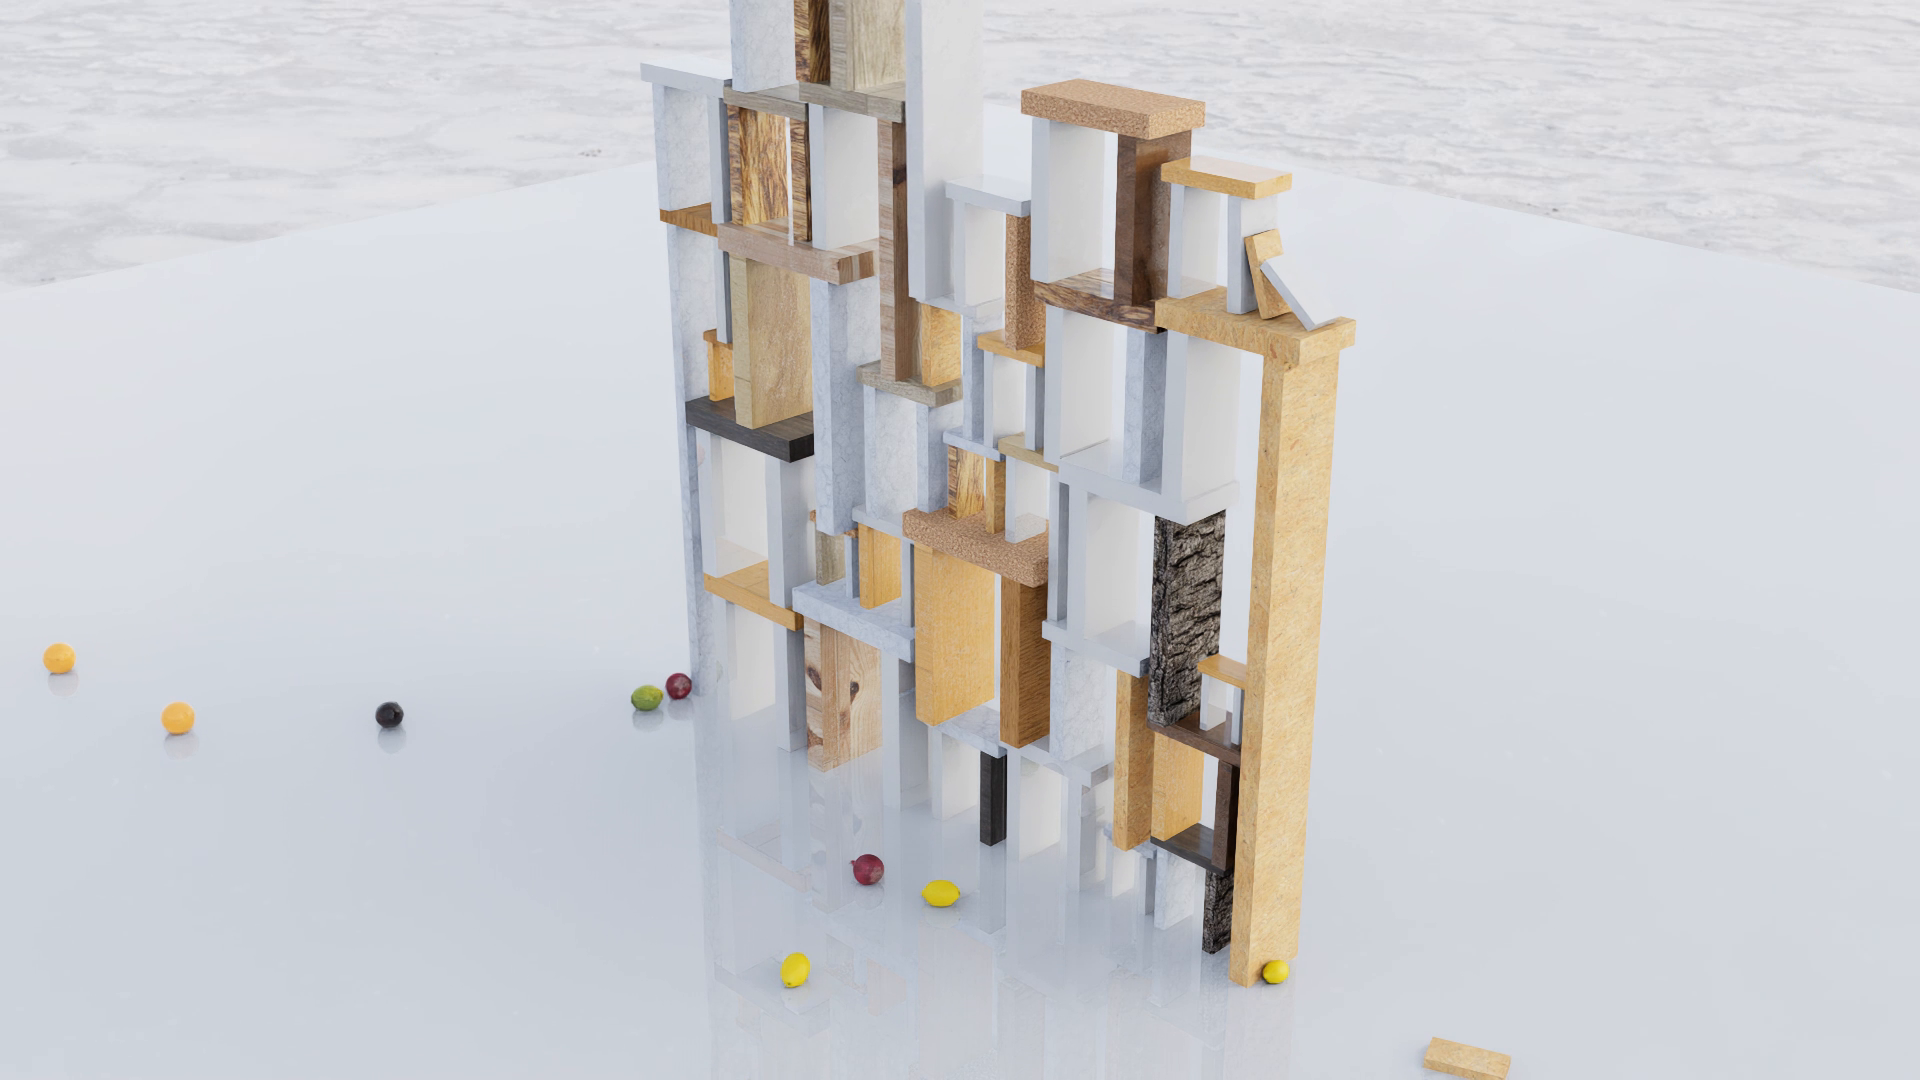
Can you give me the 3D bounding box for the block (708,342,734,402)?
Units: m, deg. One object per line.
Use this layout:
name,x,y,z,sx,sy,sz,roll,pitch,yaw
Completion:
block,-0.497,-0.360,4.610,0.064,0.128,0.018,-21,31,-41

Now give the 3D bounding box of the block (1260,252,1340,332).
block,0.537,-0.392,3.471,0.066,0.019,0.132,-22,70,-41

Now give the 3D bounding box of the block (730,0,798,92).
block,-0.373,-1.029,4.189,0.040,0.327,0.141,21,31,40

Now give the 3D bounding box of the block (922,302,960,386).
block,-0.034,-0.373,4.108,0.022,0.158,0.079,21,31,40

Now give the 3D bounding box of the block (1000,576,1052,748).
block,0.153,0.206,4.145,0.049,0.343,0.171,21,31,41

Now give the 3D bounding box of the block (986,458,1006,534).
block,0.081,-0.092,4.094,0.021,0.148,0.074,21,31,41

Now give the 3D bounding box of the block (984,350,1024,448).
block,0.080,-0.267,4.027,0.080,0.185,0.023,-21,31,-40

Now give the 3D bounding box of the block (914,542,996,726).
block,-0.009,0.160,4.301,0.171,0.380,0.049,-21,31,-41

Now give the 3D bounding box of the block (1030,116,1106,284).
block,0.185,-0.594,3.769,0.040,0.282,0.141,21,31,41

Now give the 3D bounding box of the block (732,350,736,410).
block,-0.438,-0.337,4.554,0.064,0.128,0.018,-21,31,-41

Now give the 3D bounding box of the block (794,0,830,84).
block,-0.241,-0.998,4.060,0.040,0.283,0.141,21,31,41

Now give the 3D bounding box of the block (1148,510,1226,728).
block,0.396,0.124,3.845,0.041,0.393,0.144,21,31,40

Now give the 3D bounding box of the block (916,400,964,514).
block,-0.033,-0.170,4.189,0.031,0.217,0.108,21,31,41

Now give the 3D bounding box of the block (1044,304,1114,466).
block,0.210,-0.287,3.878,0.039,0.290,0.137,21,31,40

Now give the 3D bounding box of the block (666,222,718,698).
block,-0.554,-0.165,4.763,0.110,1.084,0.031,-21,31,-41

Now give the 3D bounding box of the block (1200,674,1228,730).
block,0.445,0.275,3.853,0.015,0.108,0.054,21,31,40

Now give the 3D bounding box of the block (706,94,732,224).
block,-0.438,-0.765,4.381,0.036,0.257,0.128,21,31,40

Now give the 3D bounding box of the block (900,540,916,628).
block,-0.074,0.073,4.336,0.091,0.183,0.026,-21,31,-41

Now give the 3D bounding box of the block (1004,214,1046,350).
block,0.124,-0.465,3.885,0.097,0.246,0.027,-20,30,-39

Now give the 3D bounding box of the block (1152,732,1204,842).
block,0.396,0.428,3.981,0.107,0.213,0.030,-21,31,-41

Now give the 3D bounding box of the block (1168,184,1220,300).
block,0.384,-0.498,3.604,0.095,0.190,0.027,-21,31,-41

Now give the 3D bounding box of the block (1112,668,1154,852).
block,0.336,0.385,4.023,0.119,0.367,0.034,-21,31,-39

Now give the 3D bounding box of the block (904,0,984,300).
block,-0.027,-0.762,3.929,0.043,0.654,0.151,21,31,40

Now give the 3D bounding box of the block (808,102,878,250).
block,-0.218,-0.699,4.170,0.039,0.275,0.138,21,31,41

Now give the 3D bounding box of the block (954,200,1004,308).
block,0.034,-0.525,3.958,0.097,0.194,0.027,-21,31,-40

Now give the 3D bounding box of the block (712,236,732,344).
block,-0.448,-0.522,4.498,0.110,0.220,0.031,-21,31,-40

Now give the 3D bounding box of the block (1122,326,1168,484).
block,0.341,-0.245,3.755,0.039,0.274,0.137,21,31,40

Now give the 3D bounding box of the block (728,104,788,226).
block,-0.397,-0.748,4.336,0.034,0.237,0.118,21,31,41

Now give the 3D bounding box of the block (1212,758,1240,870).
block,0.497,0.468,3.887,0.107,0.213,0.030,-21,31,-40

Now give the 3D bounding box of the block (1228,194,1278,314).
block,0.469,-0.465,3.525,0.027,0.190,0.095,17,28,42

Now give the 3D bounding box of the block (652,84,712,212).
block,-0.560,-0.811,4.490,0.036,0.256,0.128,21,31,40

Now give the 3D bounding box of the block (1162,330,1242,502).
block,0.406,-0.224,3.682,0.042,0.293,0.147,21,31,40

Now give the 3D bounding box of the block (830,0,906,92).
block,-0.167,-0.978,3.989,0.043,0.302,0.151,22,32,40

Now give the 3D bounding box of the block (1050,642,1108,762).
block,0.221,0.283,4.097,0.119,0.238,0.034,-21,31,-40

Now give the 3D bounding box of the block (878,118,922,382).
block,-0.087,-0.548,4.094,0.039,0.493,0.138,21,31,41

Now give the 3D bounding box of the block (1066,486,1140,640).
block,0.258,0.022,3.950,0.144,0.289,0.041,-21,31,-40

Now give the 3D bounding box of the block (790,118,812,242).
block,-0.274,-0.703,4.230,0.034,0.237,0.118,15,27,31

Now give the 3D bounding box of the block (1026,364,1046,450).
block,0.154,-0.248,3.951,0.080,0.160,0.023,-21,31,-41

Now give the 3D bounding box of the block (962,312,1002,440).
block,0.042,-0.307,4.055,0.079,0.238,0.022,-21,31,-40

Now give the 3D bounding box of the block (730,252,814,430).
block,-0.375,-0.421,4.456,0.051,0.359,0.180,21,31,41

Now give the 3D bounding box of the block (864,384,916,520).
block,-0.135,-0.184,4.293,0.031,0.272,0.108,21,31,41

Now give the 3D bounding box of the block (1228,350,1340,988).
block,0.545,0.231,3.725,0.147,1.165,0.042,-21,31,-41

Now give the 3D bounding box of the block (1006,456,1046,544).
block,0.122,-0.086,4.052,0.024,0.169,0.085,21,31,40

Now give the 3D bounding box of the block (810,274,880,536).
block,-0.206,-0.279,4.332,0.051,0.522,0.180,21,31,40

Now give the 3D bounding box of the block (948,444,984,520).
block,0.012,-0.119,4.158,0.074,0.148,0.021,-21,31,-41

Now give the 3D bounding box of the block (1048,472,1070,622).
block,0.199,0.001,4.001,0.085,0.289,0.024,-20,30,-39

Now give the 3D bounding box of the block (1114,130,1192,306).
block,0.319,-0.542,3.646,0.040,0.282,0.141,21,31,40

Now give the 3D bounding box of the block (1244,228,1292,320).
block,0.494,-0.424,3.504,0.066,0.132,0.019,-22,12,-41

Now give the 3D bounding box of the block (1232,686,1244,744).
block,0.494,0.295,3.805,0.015,0.108,0.054,21,31,40
